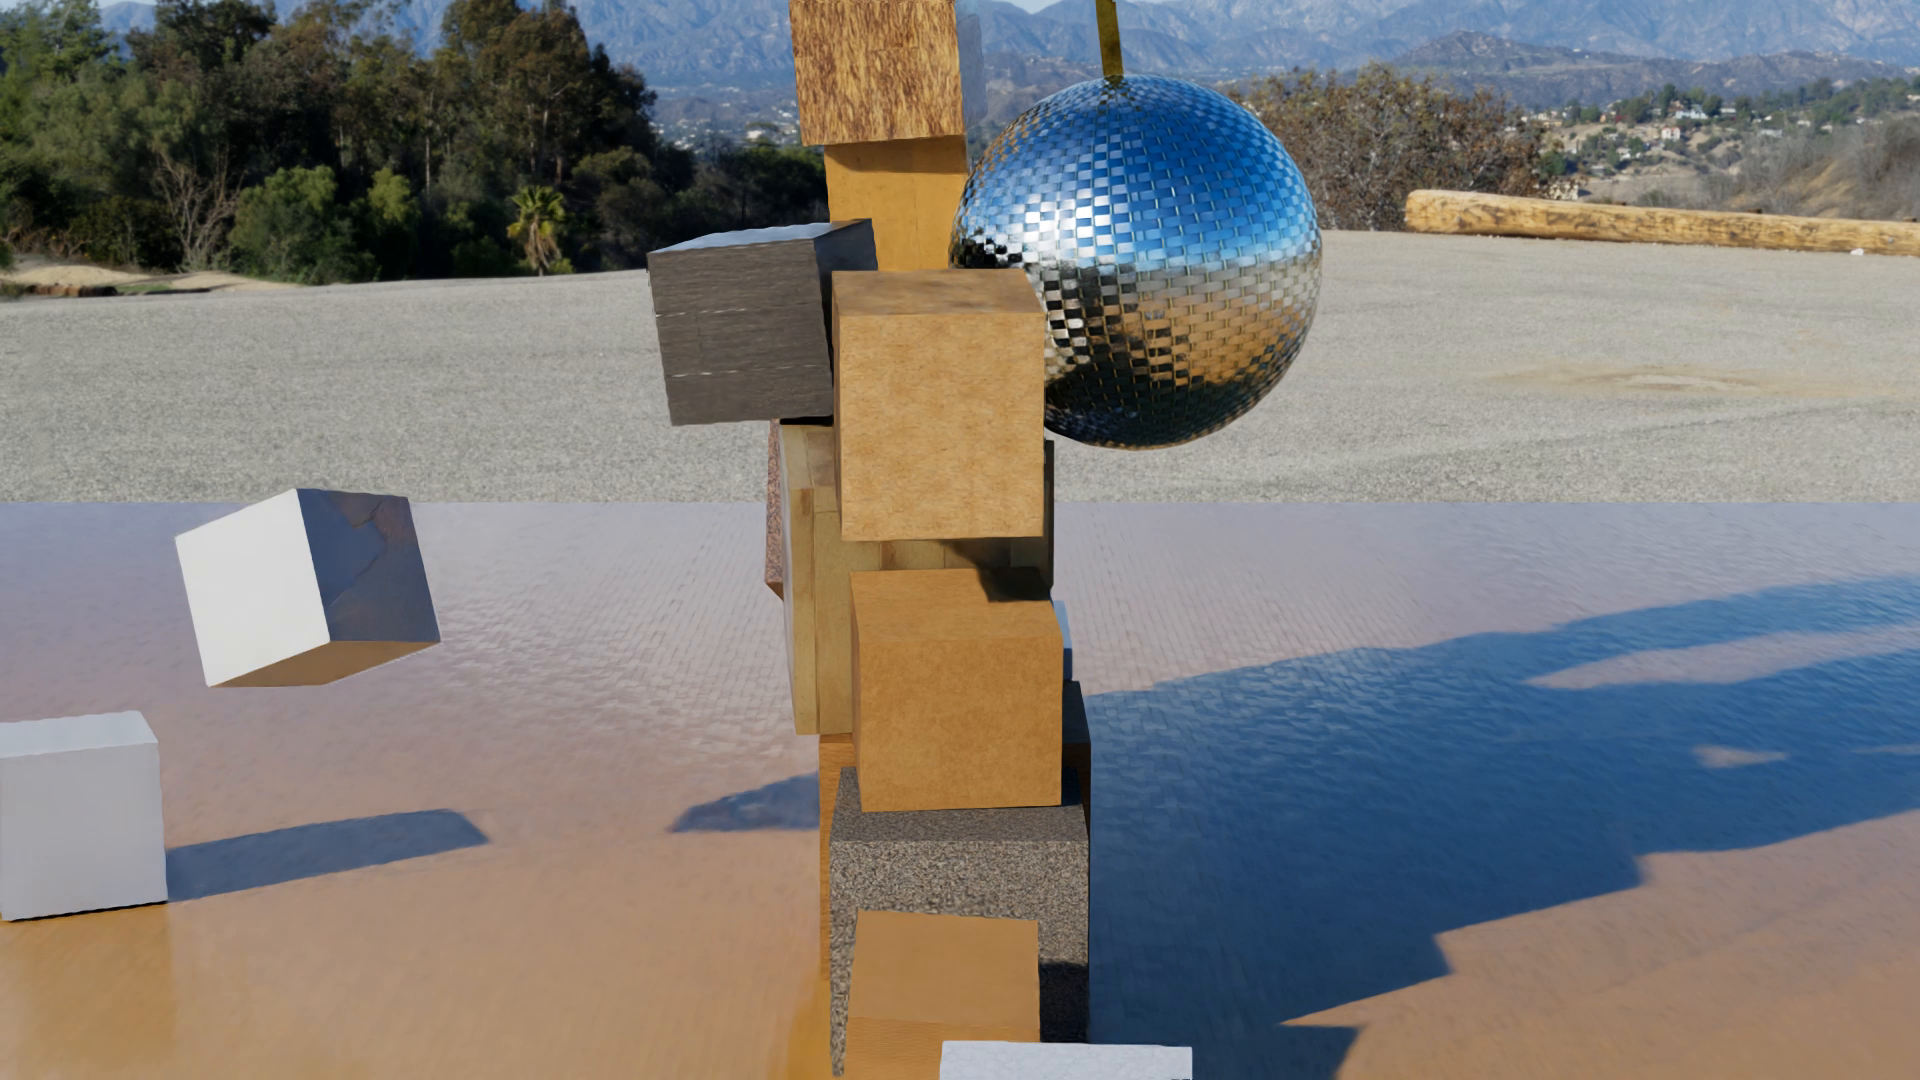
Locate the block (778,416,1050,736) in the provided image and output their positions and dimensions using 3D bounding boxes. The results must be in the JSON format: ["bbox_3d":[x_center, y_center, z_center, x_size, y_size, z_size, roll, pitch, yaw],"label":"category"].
[{"bbox_3d":[-0.210,0.092,10.428,0.986,1.006,1.121,-2,19,-6],"label":"block"}]

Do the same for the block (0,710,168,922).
[{"bbox_3d":[-3.834,1.177,11.098,0.664,0.698,0.665,-5,10,-24],"label":"block"}]

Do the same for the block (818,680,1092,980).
[{"bbox_3d":[-0.019,1.163,10.483,1.050,0.960,1.032,0,10,0],"label":"block"}]

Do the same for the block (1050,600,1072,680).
[{"bbox_3d":[-0.002,0.909,11.507,0.967,1.095,1.020,0,10,0],"label":"block"}]

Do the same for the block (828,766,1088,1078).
[{"bbox_3d":[-0.004,1.389,9.496,0.905,0.869,0.977,0,10,0],"label":"block"}]

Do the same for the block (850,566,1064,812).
[{"bbox_3d":[-0.027,0.544,9.572,0.724,0.656,0.767,-2,19,-5],"label":"block"}]

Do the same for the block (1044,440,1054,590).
[{"bbox_3d":[-0.007,-0.083,13.275,0.807,0.784,0.906,3,11,14],"label":"block"}]

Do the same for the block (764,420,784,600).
[{"bbox_3d":[-0.255,-0.120,12.160,1.073,0.900,1.035,-3,-17,11],"label":"block"}]

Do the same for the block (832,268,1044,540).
[{"bbox_3d":[-0.092,-0.507,9.330,0.712,0.811,0.769,-1,18,-4],"label":"block"}]

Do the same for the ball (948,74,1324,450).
[{"bbox_3d":[0.747,-1.181,10.966,1.600,1.600,1.600,0,10,0],"label":"ball"}]

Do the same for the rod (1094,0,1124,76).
[{"bbox_3d":[0.324,-4.500,10.362,0.080,5.200,0.080,-7,10,1],"label":"rod"}]

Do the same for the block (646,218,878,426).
[{"bbox_3d":[-0.786,-0.920,10.773,0.739,0.723,0.684,-3,12,19],"label":"block"}]

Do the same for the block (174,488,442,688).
[{"bbox_3d":[-2.756,0.212,10.872,0.667,0.655,0.726,-19,-10,24],"label":"block"}]

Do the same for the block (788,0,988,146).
[{"bbox_3d":[-0.336,-2.383,12.328,0.774,0.827,0.879,-3,14,9],"label":"block"}]

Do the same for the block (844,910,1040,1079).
[{"bbox_3d":[-0.064,1.651,8.398,0.601,0.587,0.659,4,22,0],"label":"block"}]

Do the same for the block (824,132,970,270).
[{"bbox_3d":[-0.281,-1.649,12.632,0.676,0.747,0.716,-4,14,2],"label":"block"}]

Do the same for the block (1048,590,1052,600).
[{"bbox_3d":[-0.018,0.727,13.290,0.985,0.815,0.900,0,10,0],"label":"block"}]

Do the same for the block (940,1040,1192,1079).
[{"bbox_3d":[0.292,1.848,7.178,0.706,0.620,0.602,1,32,4],"label":"block"}]
